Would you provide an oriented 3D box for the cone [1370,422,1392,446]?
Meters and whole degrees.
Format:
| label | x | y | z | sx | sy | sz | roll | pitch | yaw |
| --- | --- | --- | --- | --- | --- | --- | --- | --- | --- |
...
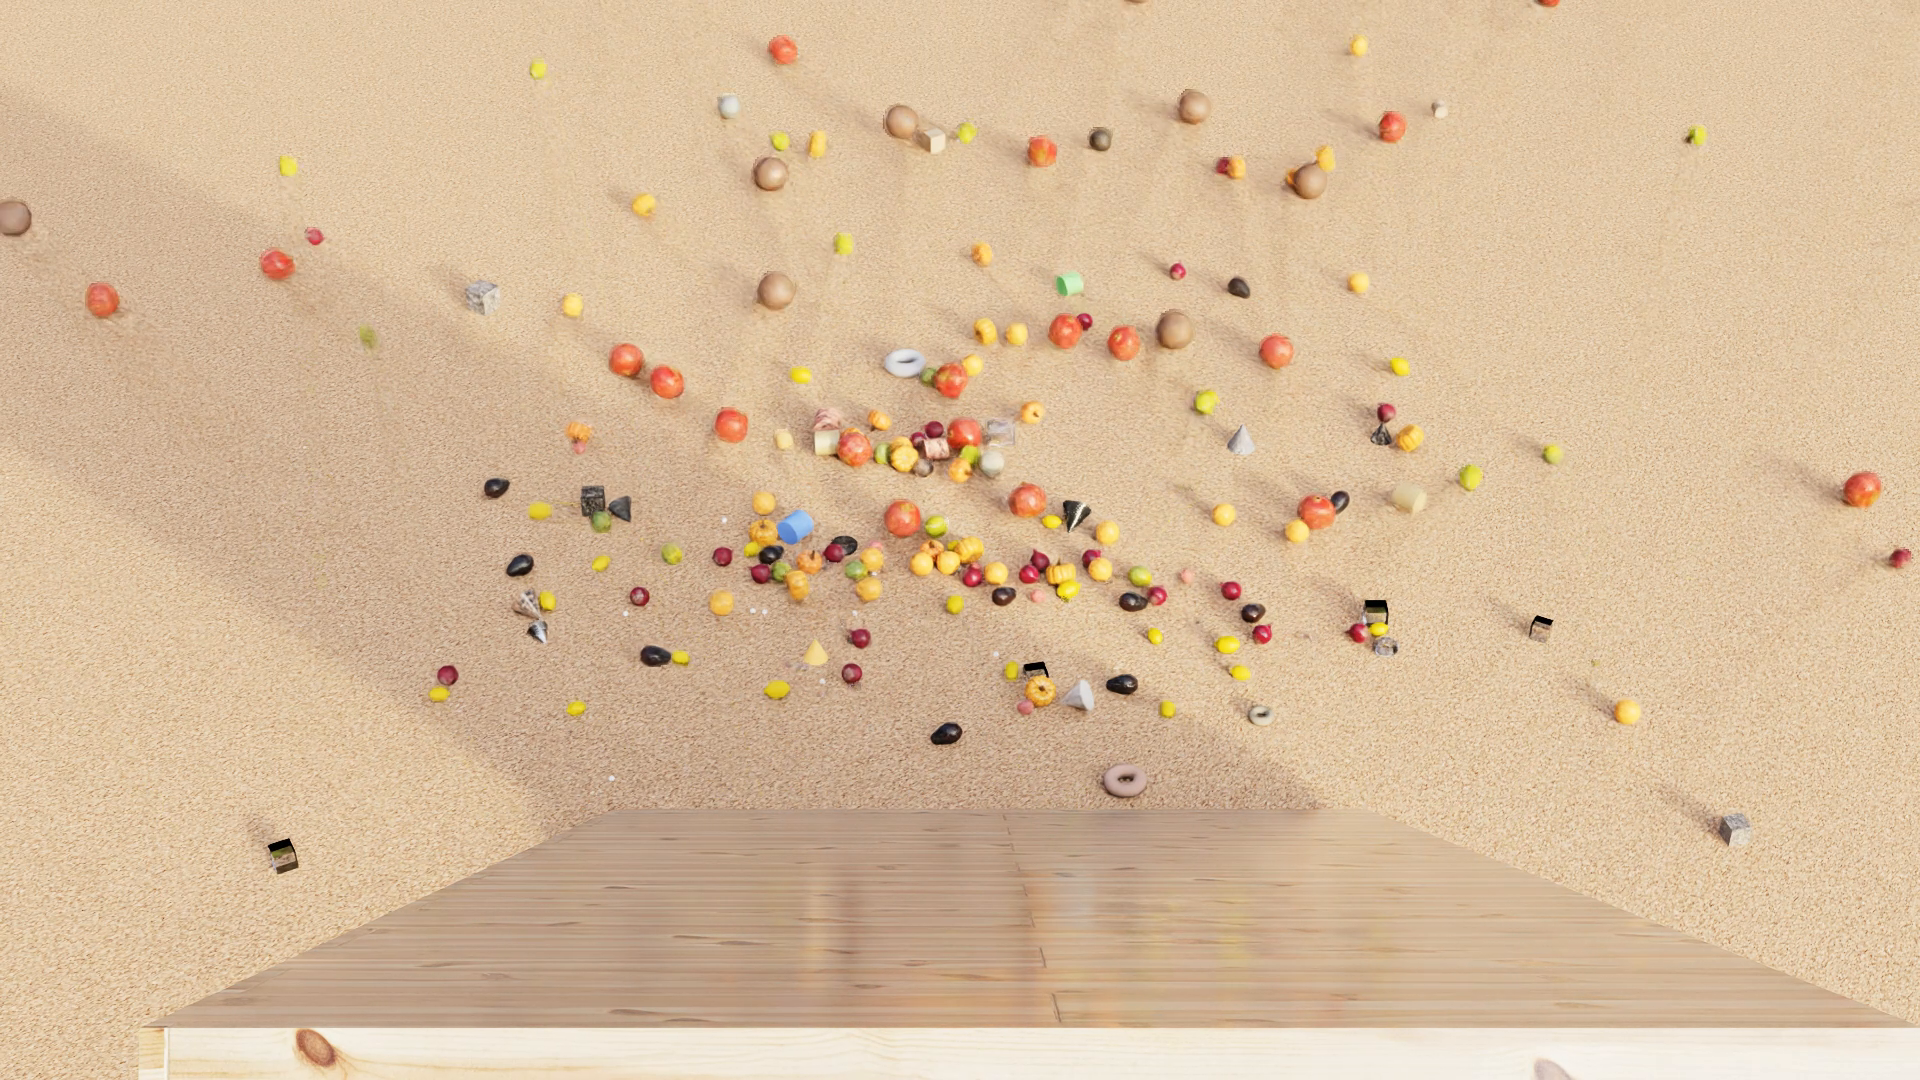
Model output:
| label | x | y | z | sx | sy | sz | roll | pitch | yaw |
| --- | --- | --- | --- | --- | --- | --- | --- | --- | --- |
| cone | 1.366 | -0.354 | 8.420 | 0.070 | 0.070 | 0.070 | 0 | 37 | 0 |

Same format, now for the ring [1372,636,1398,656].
| label | x | y | z | sx | sy | sz | roll | pitch | yaw |
| --- | --- | --- | --- | --- | --- | --- | --- | --- | --- |
| ring | 1.237 | 0.310 | 7.563 | 0.078 | 0.026 | 0.078 | 0 | 38 | 0 |

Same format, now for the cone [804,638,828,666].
| label | x | y | z | sx | sy | sz | roll | pitch | yaw |
| --- | --- | --- | --- | --- | --- | --- | --- | --- | --- |
| cone | -0.418 | 0.311 | 7.523 | 0.072 | 0.072 | 0.072 | 0 | 37 | 0 |

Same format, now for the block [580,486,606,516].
| label | x | y | z | sx | sy | sz | roll | pitch | yaw |
| --- | --- | --- | --- | --- | --- | --- | --- | --- | --- |
| block | -1.144 | -0.122 | 8.109 | 0.068 | 0.068 | 0.068 | -2 | 37 | -2 |

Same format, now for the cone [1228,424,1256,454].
| label | x | y | z | sx | sy | sz | roll | pitch | yaw |
| --- | --- | --- | --- | --- | --- | --- | --- | --- | --- |
| cone | 0.910 | -0.339 | 8.382 | 0.092 | 0.092 | 0.092 | 0 | 37 | 0 |

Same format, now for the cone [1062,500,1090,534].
| label | x | y | z | sx | sy | sz | roll | pitch | yaw |
| --- | --- | --- | --- | --- | --- | --- | --- | --- | --- |
| cone | 0.349 | -0.060 | 8.048 | 0.093 | 0.093 | 0.093 | 12 | 65 | 15 |

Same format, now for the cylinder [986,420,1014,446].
| label | x | y | z | sx | sy | sz | roll | pitch | yaw |
| --- | --- | --- | --- | --- | --- | --- | --- | --- | --- |
| cylinder | 0.131 | -0.346 | 8.398 | 0.084 | 0.084 | 0.084 | -3 | 37 | -4 |

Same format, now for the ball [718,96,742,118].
| label | x | y | z | sx | sy | sz | roll | pitch | yaw |
| --- | --- | --- | --- | --- | --- | --- | --- | --- | --- |
| ball | -0.904 | -1.700 | 10.212 | 0.091 | 0.091 | 0.091 | 0 | 37 | 0 |

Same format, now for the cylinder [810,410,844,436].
| label | x | y | z | sx | sy | sz | roll | pitch | yaw |
| --- | --- | --- | --- | --- | --- | --- | --- | --- | --- |
| cylinder | -0.431 | -0.371 | 8.430 | 0.085 | 0.085 | 0.085 | 13 | 14 | 16 |

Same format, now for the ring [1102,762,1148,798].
| label | x | y | z | sx | sy | sz | roll | pitch | yaw |
| --- | --- | --- | --- | --- | --- | --- | --- | --- | --- |
| ring | 0.450 | 0.655 | 7.088 | 0.122 | 0.041 | 0.122 | -1 | 37 | 1 |

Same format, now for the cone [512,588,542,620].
| label | x | y | z | sx | sy | sz | roll | pitch | yaw |
| --- | --- | --- | --- | --- | --- | --- | --- | --- | --- |
| cone | -1.262 | 0.207 | 7.689 | 0.092 | 0.092 | 0.092 | 47 | 52 | 12 |

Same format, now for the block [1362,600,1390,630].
| label | x | y | z | sx | sy | sz | roll | pitch | yaw |
| --- | --- | --- | --- | --- | --- | --- | --- | --- | --- |
| block | 1.223 | 0.221 | 7.652 | 0.063 | 0.063 | 0.063 | -1 | 37 | -1 |

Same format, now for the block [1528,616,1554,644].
| label | x | y | z | sx | sy | sz | roll | pitch | yaw |
| --- | --- | --- | --- | --- | --- | --- | --- | --- | --- |
| block | 1.699 | 0.262 | 7.606 | 0.052 | 0.052 | 0.052 | 18 | 40 | 22 |

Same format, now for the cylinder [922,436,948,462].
| label | x | y | z | sx | sy | sz | roll | pitch | yaw |
| --- | --- | --- | --- | --- | --- | --- | --- | --- | --- |
| cylinder | -0.080 | -0.291 | 8.333 | 0.072 | 0.072 | 0.072 | -8 | 37 | -11 |

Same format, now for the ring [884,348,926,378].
| label | x | y | z | sx | sy | sz | roll | pitch | yaw |
| --- | --- | --- | --- | --- | --- | --- | --- | --- | --- |
| ring | -0.184 | -0.596 | 8.764 | 0.144 | 0.048 | 0.144 | 0 | 35 | 0 |

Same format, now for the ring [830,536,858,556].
| label | x | y | z | sx | sy | sz | roll | pitch | yaw |
| --- | --- | --- | --- | --- | --- | --- | --- | --- | --- |
| ring | -0.354 | 0.017 | 7.957 | 0.083 | 0.028 | 0.083 | -1 | 38 | 0 |

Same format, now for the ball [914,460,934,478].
| label | x | y | z | sx | sy | sz | roll | pitch | yaw |
| --- | --- | --- | --- | --- | --- | --- | --- | --- | --- |
| ball | -0.115 | -0.225 | 8.253 | 0.062 | 0.062 | 0.062 | 0 | 37 | 0 |

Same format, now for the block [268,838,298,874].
| label | x | y | z | sx | sy | sz | roll | pitch | yaw |
| --- | --- | --- | --- | --- | --- | --- | --- | --- | --- |
| block | -1.779 | 0.831 | 6.835 | 0.058 | 0.058 | 0.058 | -18 | 40 | -22 |

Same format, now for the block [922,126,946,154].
| label | x | y | z | sx | sy | sz | roll | pitch | yaw |
| --- | --- | --- | --- | --- | --- | --- | --- | --- | --- |
| block | -0.102 | -1.540 | 10.016 | 0.067 | 0.067 | 0.067 | -22 | 42 | -26 |

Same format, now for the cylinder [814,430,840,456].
| label | x | y | z | sx | sy | sz | roll | pitch | yaw |
| --- | --- | --- | --- | --- | --- | --- | --- | --- | --- |
| cylinder | -0.427 | -0.313 | 8.356 | 0.080 | 0.080 | 0.080 | -3 | 37 | -5 |

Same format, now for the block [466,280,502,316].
| label | x | y | z | sx | sy | sz | roll | pitch | yaw |
| --- | --- | --- | --- | --- | --- | --- | --- | --- | --- |
| block | -1.663 | -0.845 | 9.070 | 0.082 | 0.082 | 0.082 | 22 | 42 | 26 |

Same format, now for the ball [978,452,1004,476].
| label | x | y | z | sx | sy | sz | roll | pitch | yaw |
| --- | --- | --- | --- | --- | --- | --- | --- | --- | --- |
| ball | 0.099 | -0.242 | 8.259 | 0.081 | 0.081 | 0.081 | 0 | 37 | 0 |

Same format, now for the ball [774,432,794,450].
| label | x | y | z | sx | sy | sz | roll | pitch | yaw |
| --- | --- | --- | --- | --- | --- | --- | --- | --- | --- |
| ball | -0.567 | -0.321 | 8.383 | 0.060 | 0.060 | 0.060 | 0 | 37 | 0 |

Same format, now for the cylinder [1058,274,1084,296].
| label | x | y | z | sx | sy | sz | roll | pitch | yaw |
| --- | --- | --- | --- | --- | --- | --- | --- | --- | --- |
| cylinder | 0.387 | -0.897 | 9.153 | 0.066 | 0.066 | 0.066 | -17 | 40 | -26 |

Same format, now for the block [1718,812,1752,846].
| label | x | y | z | sx | sy | sz | roll | pitch | yaw |
| --- | --- | --- | --- | --- | --- | --- | --- | --- | --- |
| block | 2.062 | 0.771 | 6.917 | 0.058 | 0.058 | 0.058 | -9 | 37 | -11 |

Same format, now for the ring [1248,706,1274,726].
| label | x | y | z | sx | sy | sz | roll | pitch | yaw |
| --- | --- | --- | --- | --- | --- | --- | --- | --- | --- |
| ring | 0.848 | 0.494 | 7.317 | 0.075 | 0.025 | 0.075 | -1 | 37 | 1 |

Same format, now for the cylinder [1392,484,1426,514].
| label | x | y | z | sx | sy | sz | roll | pitch | yaw |
| --- | --- | --- | --- | --- | --- | --- | --- | --- | --- |
| cylinder | 1.400 | -0.128 | 8.112 | 0.074 | 0.074 | 0.074 | 27 | 44 | 31 |

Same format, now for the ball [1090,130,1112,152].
| label | x | y | z | sx | sy | sz | roll | pitch | yaw |
| --- | --- | --- | --- | --- | --- | --- | --- | --- | --- |
| ball | 0.542 | -1.535 | 9.993 | 0.087 | 0.087 | 0.087 | 0 | 37 | 0 |

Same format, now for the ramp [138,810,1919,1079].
| label | x | y | z | sx | sy | sz | roll | pitch | yaw |
| --- | --- | --- | --- | --- | --- | --- | --- | --- | --- |
| ramp | 0.081 | 0.681 | 4.910 | 2.000 | 0.100 | 4.000 | 0 | -2 | 0 |

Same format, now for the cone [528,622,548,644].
| label | x | y | z | sx | sy | sz | roll | pitch | yaw |
| --- | --- | --- | --- | --- | --- | --- | --- | --- | --- |
| cone | -1.222 | 0.282 | 7.599 | 0.065 | 0.065 | 0.065 | -17 | 75 | -22 |

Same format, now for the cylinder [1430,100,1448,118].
| label | x | y | z | sx | sy | sz | roll | pitch | yaw |
| --- | --- | --- | --- | --- | --- | --- | --- | --- | --- |
| cylinder | 1.886 | -1.695 | 10.236 | 0.053 | 0.053 | 0.053 | -4 | 37 | -6 |

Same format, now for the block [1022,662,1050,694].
| label | x | y | z | sx | sy | sz | roll | pitch | yaw |
| --- | --- | --- | --- | --- | --- | --- | --- | --- | --- |
| block | 0.217 | 0.393 | 7.423 | 0.061 | 0.061 | 0.061 | -8 | 37 | -10 |
